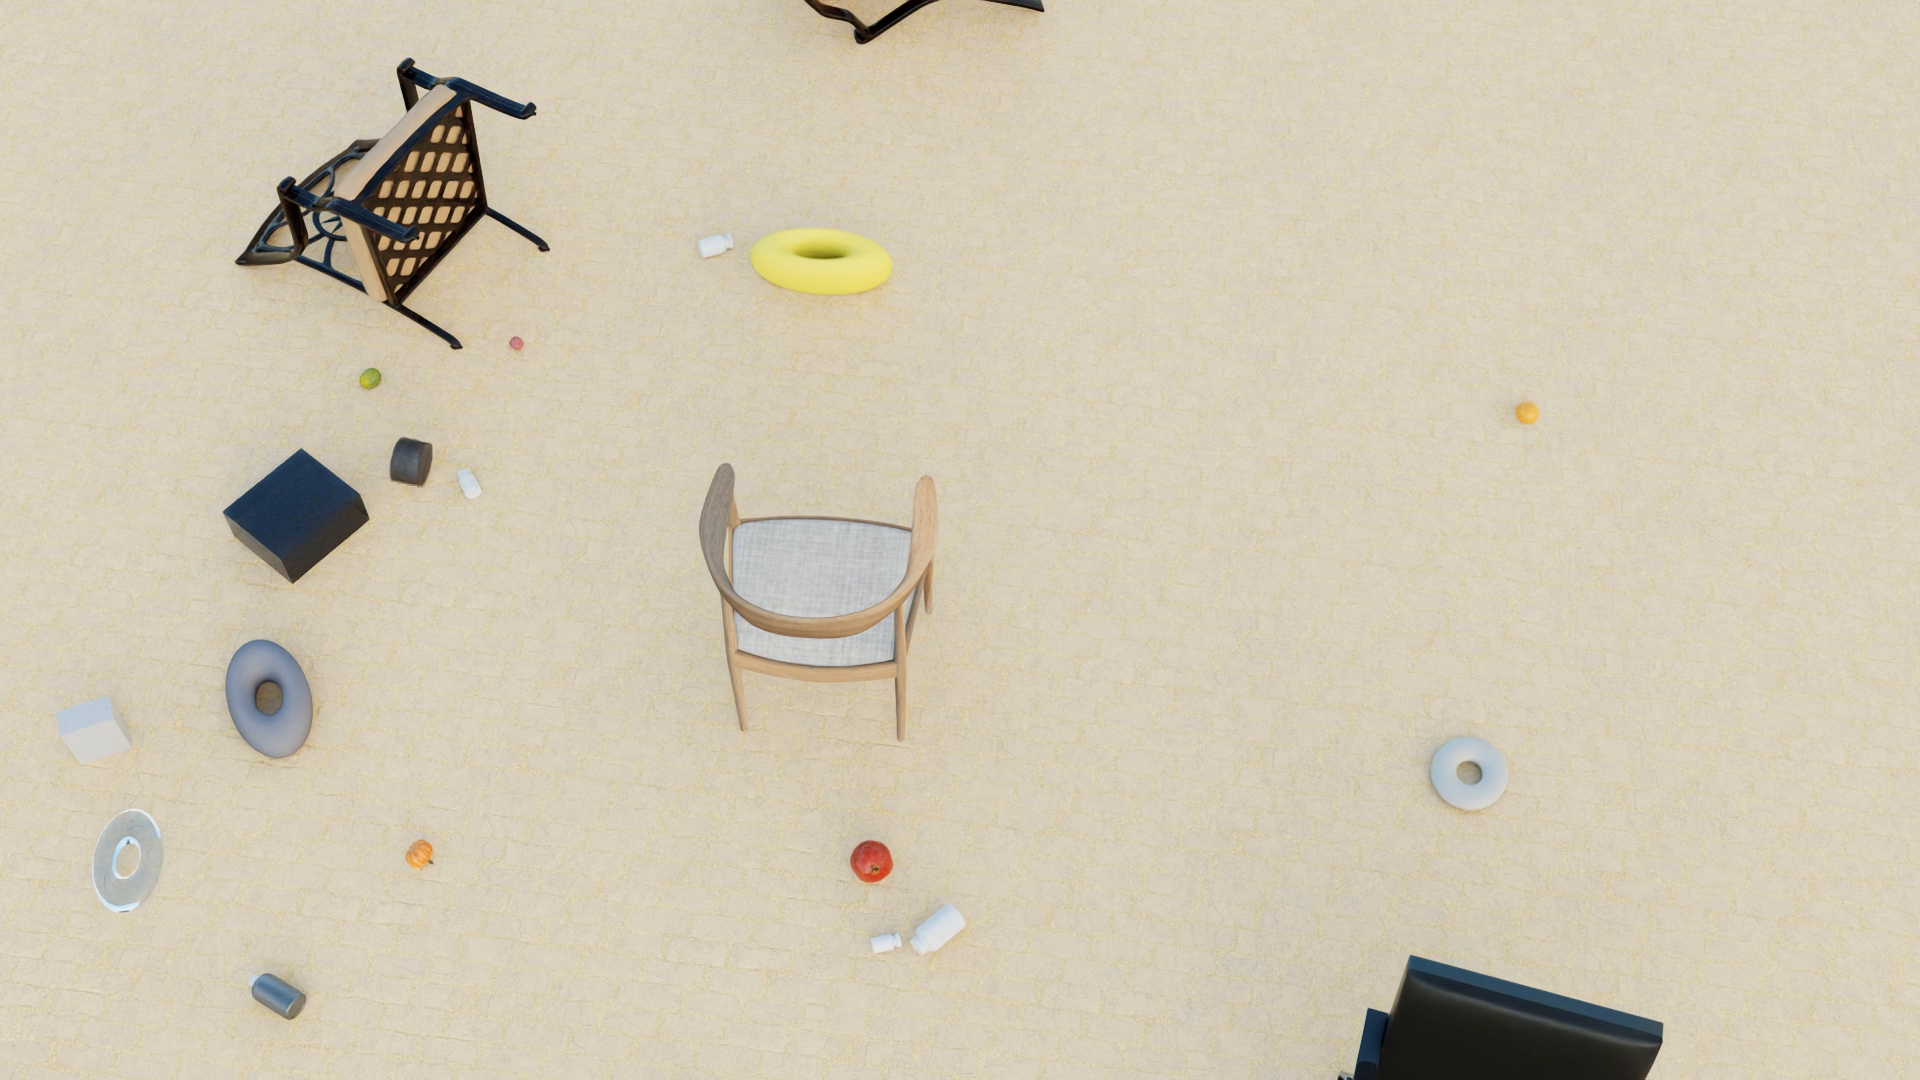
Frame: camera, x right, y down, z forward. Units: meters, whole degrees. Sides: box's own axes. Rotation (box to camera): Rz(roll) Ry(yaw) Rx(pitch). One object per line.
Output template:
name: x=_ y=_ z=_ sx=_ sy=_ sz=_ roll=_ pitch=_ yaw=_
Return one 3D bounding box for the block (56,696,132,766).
block: x=-2.408 y=0.530 z=6.116 sx=0.143 sy=0.169 sz=0.081 roll=-19 pitch=58 yaw=-12

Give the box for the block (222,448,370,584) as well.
block: x=-1.973 y=-0.073 z=6.543 sx=0.264 sy=0.133 sz=0.302 roll=35 pitch=63 yaw=21

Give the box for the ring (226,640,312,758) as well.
ring: x=-1.950 y=0.446 z=6.206 sx=0.226 sy=0.117 sz=0.388 roll=-21 pitch=59 yaw=-12

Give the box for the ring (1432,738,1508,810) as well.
ring: x=1.416 y=0.648 z=6.112 sx=0.211 sy=0.046 sz=0.230 roll=24 pitch=60 yaw=15

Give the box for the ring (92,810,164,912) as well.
ring: x=-2.257 y=0.869 z=5.963 sx=0.188 sy=0.048 sz=0.308 roll=-6 pitch=57 yaw=-5

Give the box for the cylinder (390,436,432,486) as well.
cylinder: x=-1.664 y=-0.239 z=6.669 sx=0.088 sy=0.099 sz=0.136 roll=13 pitch=86 yaw=6

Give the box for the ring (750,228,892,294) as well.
ring: x=-0.446 y=-0.899 z=7.083 sx=0.465 sy=0.159 sz=0.194 roll=4 pitch=59 yaw=4
